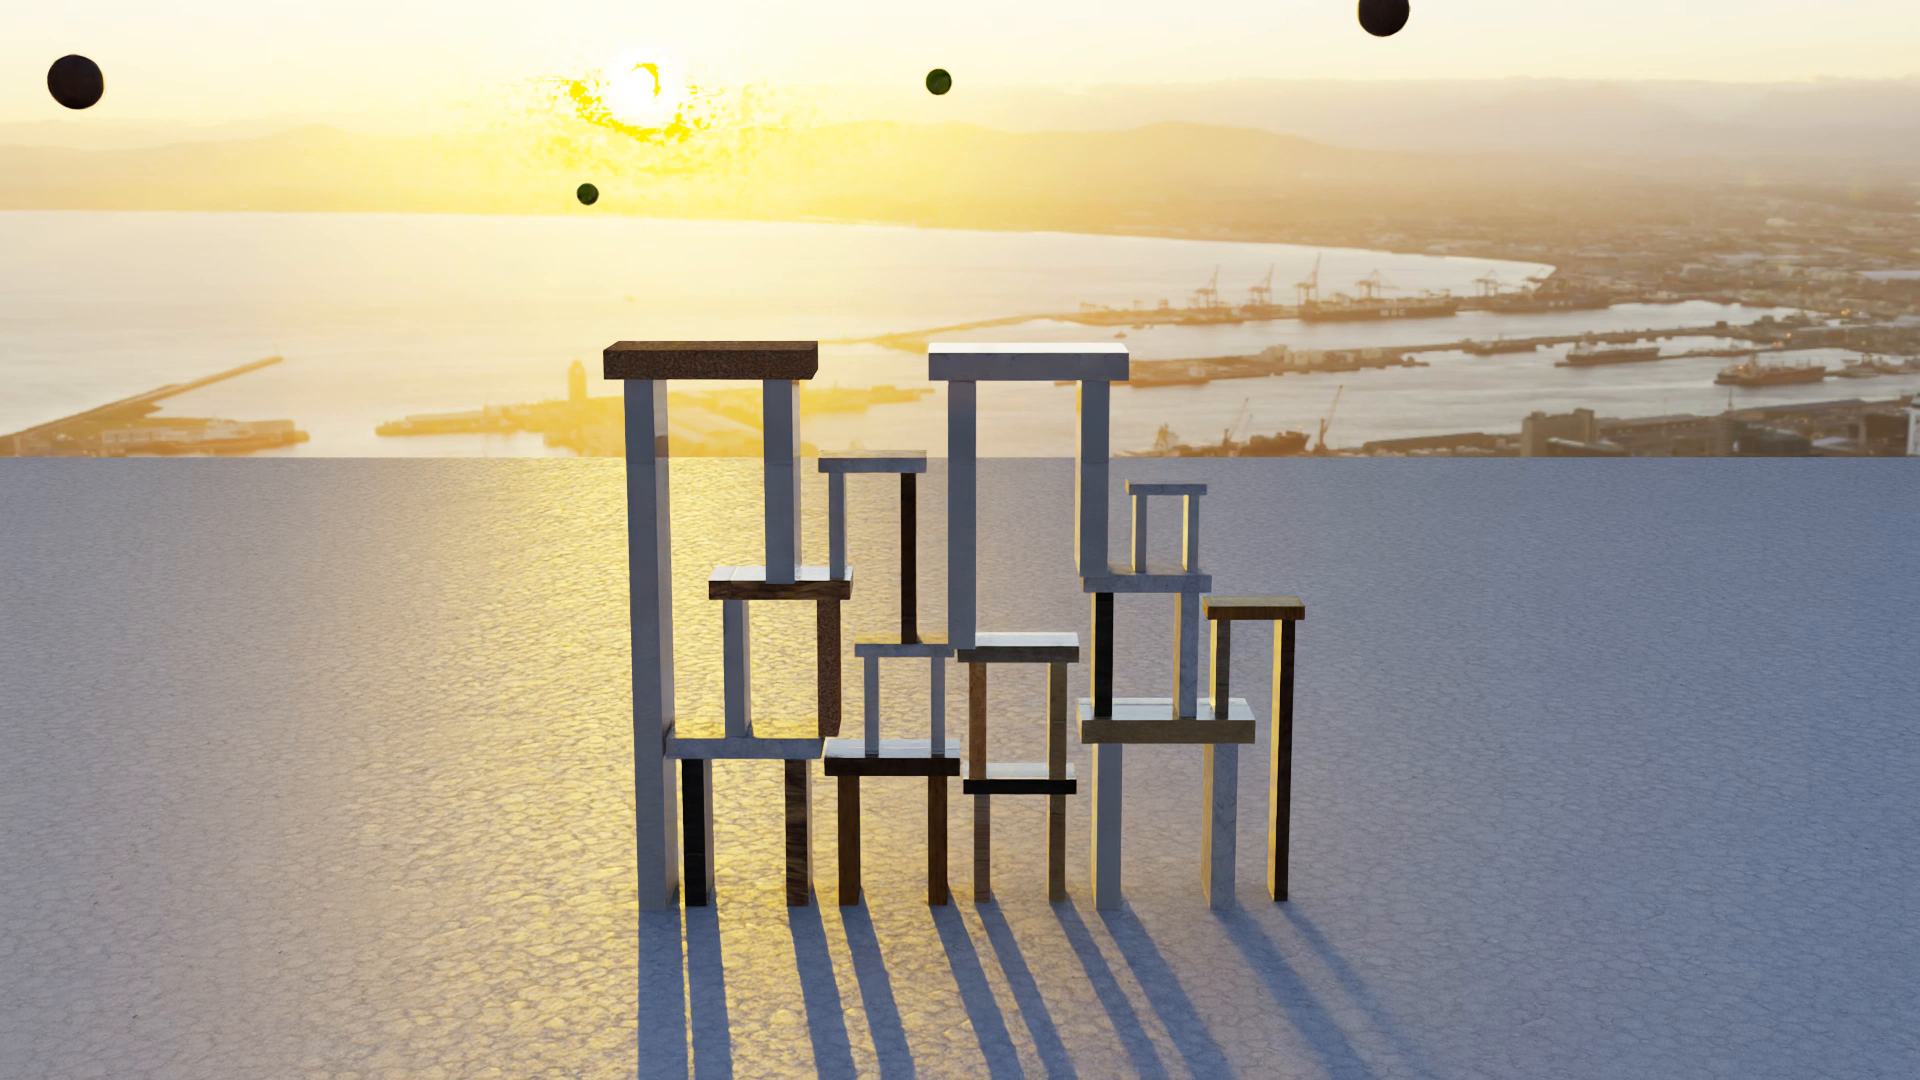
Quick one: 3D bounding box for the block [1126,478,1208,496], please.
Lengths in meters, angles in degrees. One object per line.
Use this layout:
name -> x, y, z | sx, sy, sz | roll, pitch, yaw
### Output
block -> 0.332, -0.086, 3.542 | 0.125, 0.018, 0.063 | 0, 11, 0

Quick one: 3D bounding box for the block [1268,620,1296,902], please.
block -> 0.530, 0.356, 3.628 | 0.022, 0.476, 0.078 | 0, 11, 0

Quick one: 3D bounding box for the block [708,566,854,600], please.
block -> -0.289, 0.070, 3.575 | 0.227, 0.032, 0.113 | 0, 11, 0

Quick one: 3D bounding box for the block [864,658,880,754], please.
block -> -0.144, 0.262, 3.612 | 0.023, 0.162, 0.081 | 0, 11, 0

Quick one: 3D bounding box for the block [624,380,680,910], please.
block -> -0.502, 0.163, 3.588 | 0.046, 0.869, 0.162 | 0, 11, 0

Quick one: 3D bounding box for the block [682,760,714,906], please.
block -> -0.434, 0.467, 3.647 | 0.035, 0.250, 0.125 | 0, 11, 0

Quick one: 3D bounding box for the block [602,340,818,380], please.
block -> -0.393, -0.287, 3.505 | 0.325, 0.046, 0.162 | 0, 11, 0

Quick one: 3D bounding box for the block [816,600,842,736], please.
block -> -0.214, 0.197, 3.599 | 0.032, 0.227, 0.113 | 0, 11, 0

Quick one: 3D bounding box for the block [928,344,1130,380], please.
block -> 0.107, -0.285, 3.509 | 0.313, 0.044, 0.157 | 0, 11, 0

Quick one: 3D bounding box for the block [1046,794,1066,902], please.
block -> 0.160, 0.498, 3.655 | 0.026, 0.185, 0.093 | 0, 11, 0

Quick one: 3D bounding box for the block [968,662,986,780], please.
block -> 0.029, 0.285, 3.613 | 0.028, 0.196, 0.098 | 0, 11, 0

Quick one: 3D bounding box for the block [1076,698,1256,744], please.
block -> 0.336, 0.296, 3.610 | 0.280, 0.040, 0.140 | 0, 11, 0

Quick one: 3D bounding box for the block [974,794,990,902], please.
block -> 0.036, 0.498, 3.655 | 0.026, 0.185, 0.093 | 0, 11, 0

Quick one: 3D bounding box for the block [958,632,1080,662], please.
block -> 0.094, 0.175, 3.592 | 0.196, 0.028, 0.098 | 0, 11, 0

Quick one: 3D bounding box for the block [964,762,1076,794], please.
block -> 0.098, 0.394, 3.636 | 0.185, 0.026, 0.093 | 0, 11, 0

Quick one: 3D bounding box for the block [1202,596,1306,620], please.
block -> 0.478, 0.111, 3.582 | 0.157, 0.022, 0.078 | 0, 11, 0

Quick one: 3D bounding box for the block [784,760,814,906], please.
block -> -0.267, 0.467, 3.647 | 0.035, 0.250, 0.125 | 0, 11, 0

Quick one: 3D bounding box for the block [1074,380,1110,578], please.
block -> 0.212, -0.109, 3.541 | 0.044, 0.313, 0.157 | 0, 11, 0

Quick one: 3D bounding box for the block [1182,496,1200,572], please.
block -> 0.373, -0.016, 3.555 | 0.018, 0.125, 0.063 | 0, 11, 0

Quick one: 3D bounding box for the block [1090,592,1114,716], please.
block -> 0.232, 0.176, 3.588 | 0.029, 0.205, 0.103 | 0, 11, 0

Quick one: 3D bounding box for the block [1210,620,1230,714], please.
block -> 0.425, 0.198, 3.598 | 0.022, 0.157, 0.078 | 0, 11, 0

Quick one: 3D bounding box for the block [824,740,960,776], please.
block -> -0.110, 0.358, 3.623 | 0.220, 0.031, 0.110 | 0, 11, 0

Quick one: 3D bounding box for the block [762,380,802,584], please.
block -> -0.285, -0.105, 3.539 | 0.046, 0.325, 0.162 | 0, 11, 0

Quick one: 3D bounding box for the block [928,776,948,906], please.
block -> -0.037, 0.482, 3.646 | 0.031, 0.221, 0.110 | 0, 11, 0

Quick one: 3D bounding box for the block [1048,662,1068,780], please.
block -> 0.159, 0.285, 3.612 | 0.028, 0.196, 0.098 | 0, 11, 0

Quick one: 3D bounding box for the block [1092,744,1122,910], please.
block -> 0.242, 0.453, 3.639 | 0.040, 0.280, 0.140 | 0, 11, 0

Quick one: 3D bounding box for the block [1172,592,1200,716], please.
block -> 0.368, 0.176, 3.588 | 0.029, 0.205, 0.103 | 0, 11, 0

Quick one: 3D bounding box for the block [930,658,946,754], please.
block -> -0.036, 0.262, 3.612 | 0.023, 0.162, 0.081 | 0, 11, 0

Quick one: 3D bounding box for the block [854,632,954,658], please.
block -> -0.090, 0.171, 3.595 | 0.162, 0.023, 0.081 | 0, 11, 0

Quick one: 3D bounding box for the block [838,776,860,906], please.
block -> -0.184, 0.482, 3.646 | 0.031, 0.221, 0.110 | 0, 11, 0

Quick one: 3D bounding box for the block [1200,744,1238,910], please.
block -> 0.429, 0.453, 3.639 | 0.040, 0.280, 0.140 | 0, 11, 0

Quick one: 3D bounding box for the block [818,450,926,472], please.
block -> -0.140, -0.127, 3.539 | 0.172, 0.024, 0.086 | 0, 11, 0

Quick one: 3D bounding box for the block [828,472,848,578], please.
block -> -0.197, -0.030, 3.556 | 0.024, 0.172, 0.086 | 0, 11, 0

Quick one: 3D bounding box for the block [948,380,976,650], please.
block -> 0.003, -0.051, 3.553 | 0.044, 0.430, 0.157 | 0, 11, 0

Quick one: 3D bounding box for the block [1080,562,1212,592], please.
block -> 0.300, 0.061, 3.566 | 0.205, 0.029, 0.103 | 0, 11, 0

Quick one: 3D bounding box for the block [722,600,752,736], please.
block -> -0.365, 0.197, 3.599 | 0.032, 0.227, 0.113 | 0, 11, 0

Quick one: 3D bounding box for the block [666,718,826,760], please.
block -> -0.351, 0.326, 3.621 | 0.250, 0.035, 0.125 | 0, 11, 0

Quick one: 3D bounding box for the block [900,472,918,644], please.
block -> -0.083, 0.023, 3.566 | 0.024, 0.280, 0.086 | 0, 11, 0

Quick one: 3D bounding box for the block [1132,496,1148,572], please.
block -> 0.290, -0.016, 3.555 | 0.018, 0.125, 0.063 | 0, 11, 0
